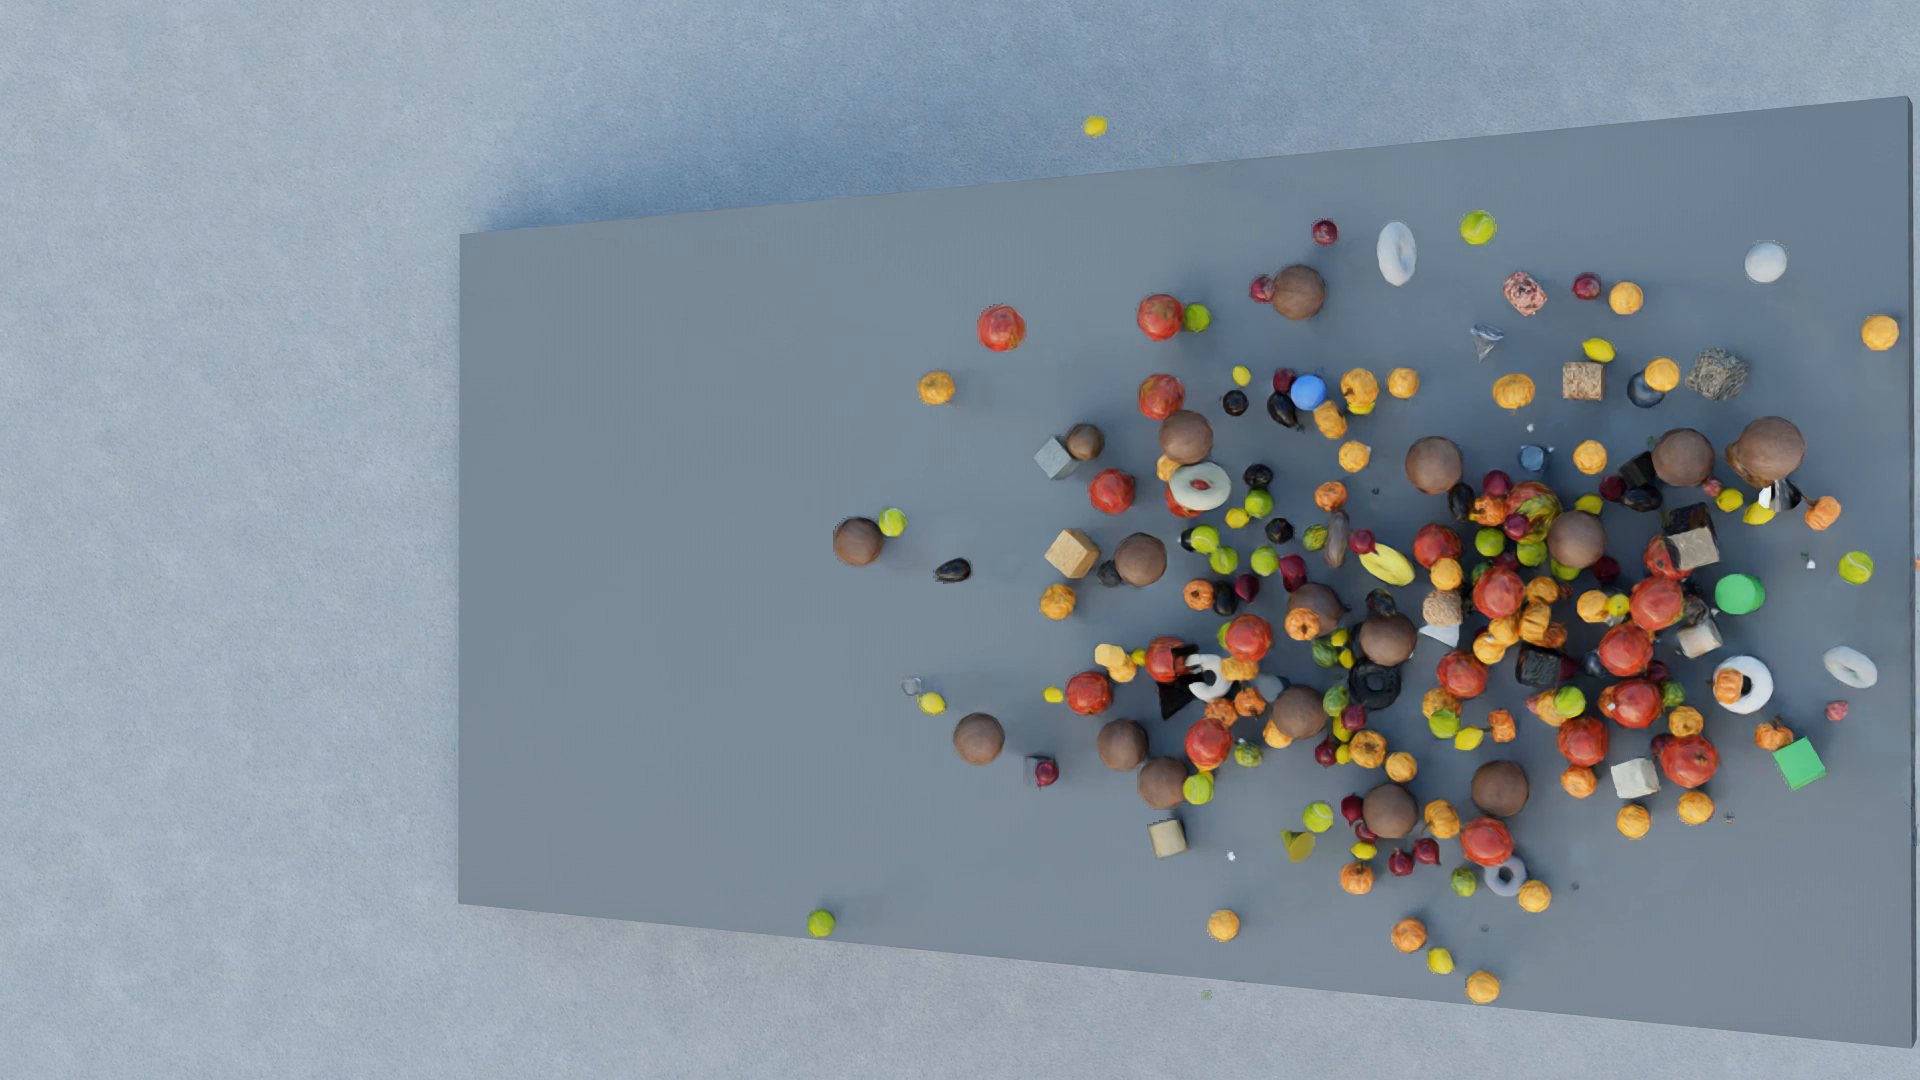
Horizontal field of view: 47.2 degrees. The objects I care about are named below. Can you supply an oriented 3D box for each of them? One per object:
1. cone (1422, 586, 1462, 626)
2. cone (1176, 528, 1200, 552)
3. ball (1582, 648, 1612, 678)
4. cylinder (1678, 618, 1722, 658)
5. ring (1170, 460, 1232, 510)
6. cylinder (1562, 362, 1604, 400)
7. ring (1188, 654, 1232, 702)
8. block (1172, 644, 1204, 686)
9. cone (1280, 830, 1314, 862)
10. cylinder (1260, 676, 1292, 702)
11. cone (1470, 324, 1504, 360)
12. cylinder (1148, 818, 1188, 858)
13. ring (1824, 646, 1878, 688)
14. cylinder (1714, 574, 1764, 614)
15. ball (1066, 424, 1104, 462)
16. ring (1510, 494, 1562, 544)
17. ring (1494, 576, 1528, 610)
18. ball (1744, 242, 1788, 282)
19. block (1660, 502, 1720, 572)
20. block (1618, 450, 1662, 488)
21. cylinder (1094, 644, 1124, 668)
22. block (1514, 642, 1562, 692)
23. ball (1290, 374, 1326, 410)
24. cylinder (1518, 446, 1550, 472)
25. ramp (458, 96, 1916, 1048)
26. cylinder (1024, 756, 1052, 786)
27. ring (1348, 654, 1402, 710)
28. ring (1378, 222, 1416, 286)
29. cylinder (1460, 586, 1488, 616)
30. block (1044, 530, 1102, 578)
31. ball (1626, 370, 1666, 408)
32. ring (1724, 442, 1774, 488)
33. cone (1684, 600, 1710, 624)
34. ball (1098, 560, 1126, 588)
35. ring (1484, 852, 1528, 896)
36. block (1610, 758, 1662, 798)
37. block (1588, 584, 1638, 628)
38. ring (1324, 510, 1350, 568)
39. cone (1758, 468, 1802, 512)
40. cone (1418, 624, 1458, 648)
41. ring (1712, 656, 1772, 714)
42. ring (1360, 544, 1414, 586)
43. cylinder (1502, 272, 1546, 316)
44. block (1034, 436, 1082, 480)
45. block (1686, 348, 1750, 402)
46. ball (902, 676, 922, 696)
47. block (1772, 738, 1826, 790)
[{"bbox_3d":[1.106,0.169,4.941,0.097,0.097,0.097,-7,115,-15],"label":"cone"},{"bbox_3d":[0.547,0.001,5.389,0.060,0.060,0.060,3,83,-29],"label":"cone"},{"bbox_3d":[1.418,0.275,4.896,0.066,0.066,0.066,0,89,0],"label":"ball"},{"bbox_3d":[1.596,0.211,4.744,0.069,0.069,0.069,-29,89,28],"label":"cylinder"},{"bbox_3d":[0.568,-0.130,5.200,0.146,0.049,0.146,1,48,-1],"label":"ring"},{"bbox_3d":[1.390,-0.354,4.901,0.082,0.082,0.082,3,89,22],"label":"cylinder"},{"bbox_3d":[0.609,0.336,5.364,0.118,0.039,0.118,0,90,30],"label":"ring"},{"bbox_3d":[0.546,0.300,5.272,0.063,0.063,0.063,-11,134,10],"label":"block"},{"bbox_3d":[0.786,0.710,5.224,0.080,0.080,0.080,-16,121,-28],"label":"cone"},{"bbox_3d":[0.756,0.356,5.268,0.061,0.061,0.061,-1,87,28],"label":"cylinder"},{"bbox_3d":[1.201,-0.443,5.043,0.076,0.076,0.076,5,123,0],"label":"cone"},{"bbox_3d":[0.511,0.732,5.390,0.080,0.080,0.080,-14,81,0],"label":"cylinder"},{"bbox_3d":[1.847,0.263,4.563,0.115,0.115,0.038,39,75,0],"label":"ring"},{"bbox_3d":[1.680,0.116,4.737,0.086,0.086,0.086,0,90,32],"label":"cylinder"},{"bbox_3d":[0.315,-0.245,5.503,0.095,0.095,0.095,0,89,0],"label":"ball"},{"bbox_3d":[1.274,-0.046,4.864,0.128,0.128,0.043,-29,45,0],"label":"ring"},{"bbox_3d":[1.256,0.122,5.012,0.078,0.026,0.078,-1,89,30],"label":"ring"},{"bbox_3d":[1.703,-0.587,4.647,0.085,0.085,0.085,0,89,0],"label":"ball"},{"bbox_3d":[1.550,-0.007,4.669,0.093,0.093,0.093,-16,120,24],"label":"block"},{"bbox_3d":[1.498,-0.156,4.844,0.054,0.054,0.054,-32,87,-28],"label":"block"},{"bbox_3d":[0.366,0.283,5.383,0.052,0.052,0.052,12,89,-37],"label":"cylinder"},{"bbox_3d":[1.275,0.280,4.849,0.076,0.076,0.076,12,103,2],"label":"block"},{"bbox_3d":[0.827,-0.350,5.222,0.085,0.085,0.085,0,89,0],"label":"ball"},{"bbox_3d":[1.298,-0.183,4.972,0.060,0.060,0.060,0,89,29],"label":"cylinder"},{"bbox_3d":[0.272,0.076,5.635,4.000,0.100,2.000,0,89,29],"label":"ramp"},{"bbox_3d":[0.200,0.587,5.574,0.069,0.069,0.069,3,91,0],"label":"cylinder"},{"bbox_3d":[0.973,0.332,5.158,0.131,0.044,0.131,2,93,30],"label":"ring"},{"bbox_3d":[0.988,-0.647,4.969,0.048,0.144,0.144,-2,89,35],"label":"ring"},{"bbox_3d":[1.172,0.140,5.042,0.054,0.054,0.054,-30,89,26],"label":"cylinder"},{"bbox_3d":[0.285,0.035,5.521,0.087,0.087,0.087,43,109,23],"label":"block"},{"bbox_3d":[1.511,-0.332,4.840,0.083,0.083,0.083,0,89,0],"label":"ball"},{"bbox_3d":[1.673,-0.158,4.662,0.041,0.122,0.122,-42,90,1],"label":"ring"},{"bbox_3d":[1.587,0.155,4.739,0.053,0.053,0.053,0,91,18],"label":"cone"},{"bbox_3d":[0.378,0.084,5.479,0.070,0.070,0.070,0,89,0],"label":"ball"},{"bbox_3d":[1.243,0.761,5.007,0.103,0.034,0.103,3,95,28],"label":"ring"},{"bbox_3d":[1.480,0.523,4.817,0.068,0.068,0.068,-26,66,39],"label":"block"},{"bbox_3d":[1.448,0.147,4.875,0.076,0.076,0.076,22,100,28],"label":"block"},{"bbox_3d":[0.879,-0.002,5.127,0.047,0.141,0.141,8,89,10],"label":"ring"},{"bbox_3d":[1.744,-0.123,4.684,0.088,0.088,0.088,-26,131,0],"label":"cone"},{"bbox_3d":[1.091,0.206,5.043,0.085,0.085,0.085,-2,89,-1],"label":"cone"},{"bbox_3d":[1.692,0.312,4.756,0.126,0.042,0.126,0,89,32],"label":"ring"},{"bbox_3d":[0.991,0.057,5.099,0.138,0.138,0.046,33,77,0],"label":"ring"},{"bbox_3d":[1.273,-0.555,4.957,0.070,0.070,0.070,-28,52,0],"label":"cylinder"},{"bbox_3d":[0.249,-0.206,5.550,0.076,0.076,0.076,-47,69,20],"label":"block"},{"bbox_3d":[1.637,-0.357,4.748,0.079,0.079,0.079,-12,131,-34],"label":"block"},{"bbox_3d":[-0.127,0.384,5.768,0.053,0.053,0.053,0,89,0],"label":"ball"},{"bbox_3d":[1.780,0.475,4.661,0.077,0.077,0.077,-29,66,15],"label":"block"}]
